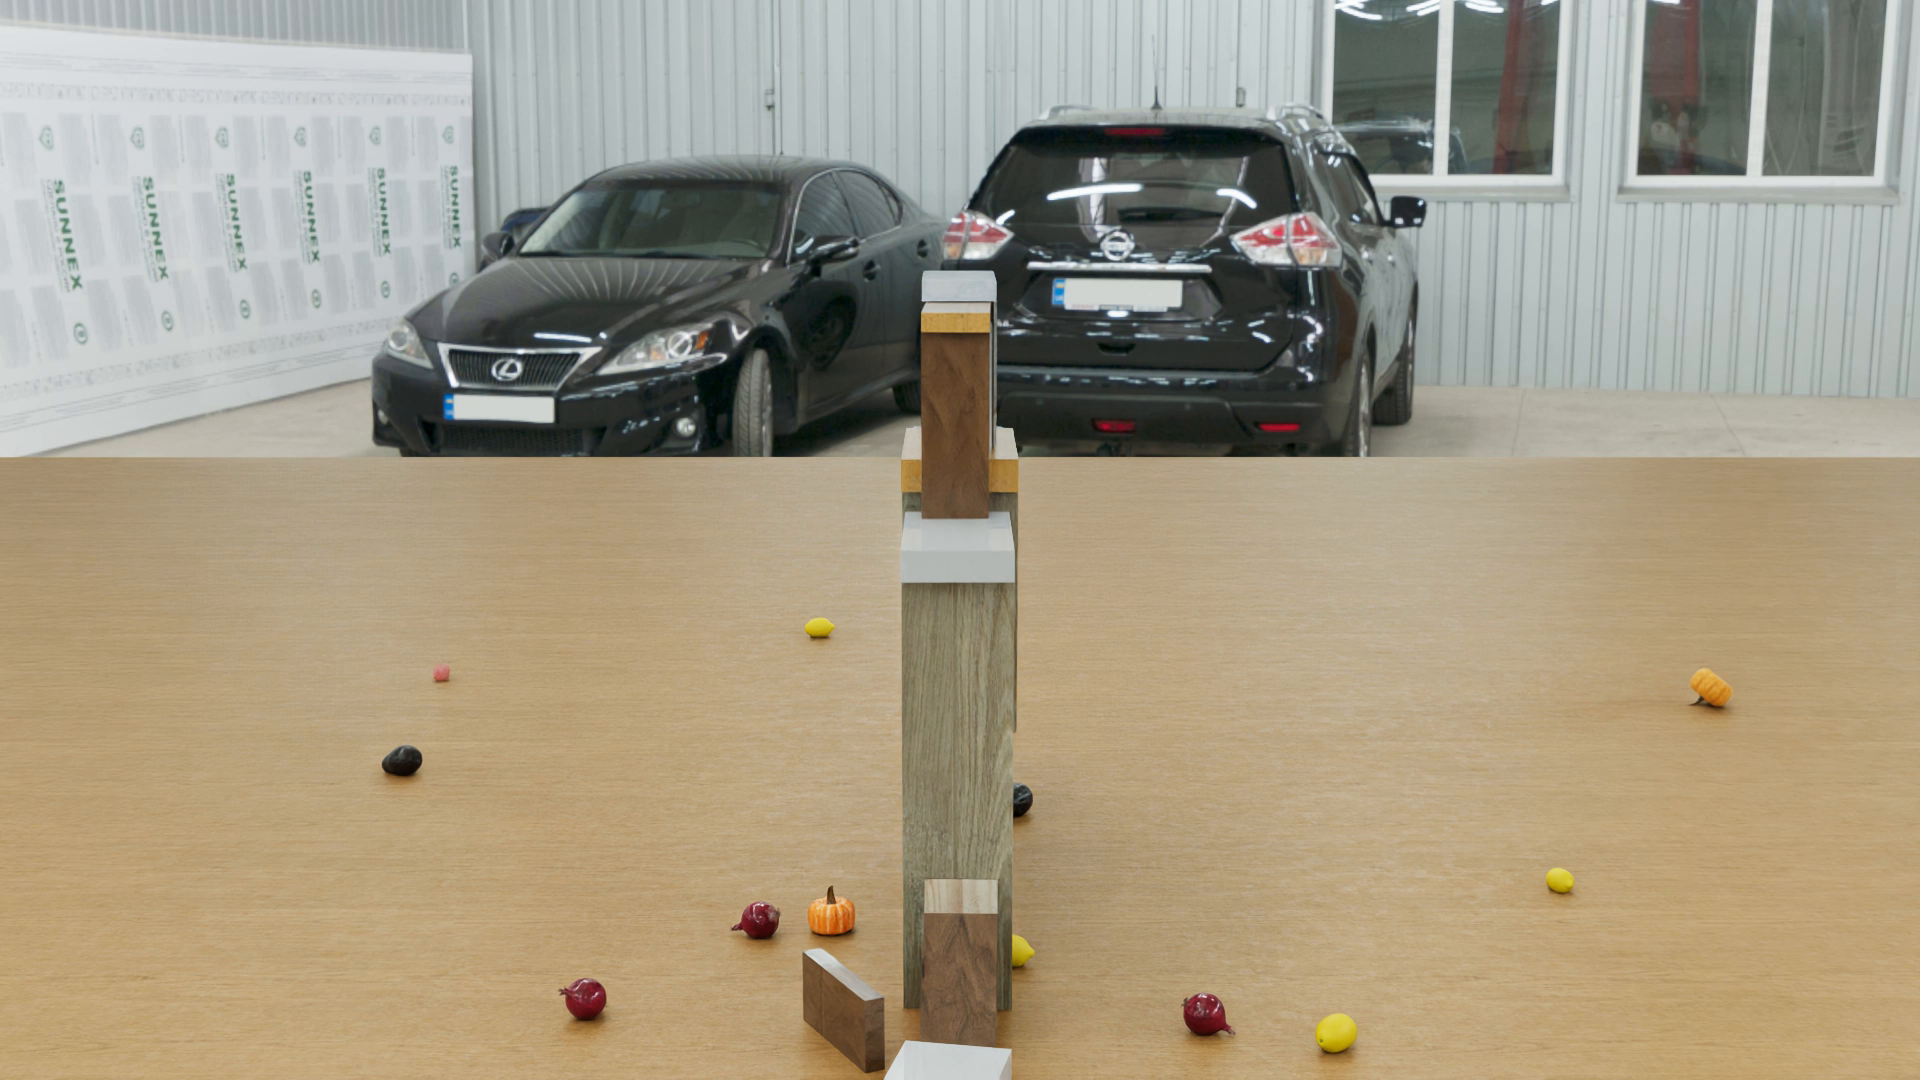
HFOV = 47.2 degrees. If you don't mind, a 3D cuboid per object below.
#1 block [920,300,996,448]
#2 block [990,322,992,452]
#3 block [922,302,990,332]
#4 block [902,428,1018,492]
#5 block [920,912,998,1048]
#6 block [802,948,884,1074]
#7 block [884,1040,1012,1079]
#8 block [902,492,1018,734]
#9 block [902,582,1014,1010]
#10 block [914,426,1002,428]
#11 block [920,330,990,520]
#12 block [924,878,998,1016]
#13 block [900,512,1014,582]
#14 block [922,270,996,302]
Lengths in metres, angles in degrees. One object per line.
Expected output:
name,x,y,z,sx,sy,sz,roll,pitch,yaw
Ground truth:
block,-0.002,-0.261,3.448,0.115,0.229,0.033,2,11,9
block,-0.002,-0.236,3.395,0.100,0.200,0.028,-1,12,-6
block,-0.004,-0.335,3.299,0.100,0.028,0.200,0,11,1
block,-0.001,-0.130,3.507,0.178,0.050,0.355,0,11,0
block,-0.001,0.619,3.045,0.104,0.207,0.029,0,-33,2
block,-0.163,0.651,3.055,0.029,0.104,0.207,-6,12,-27
block,-0.032,0.726,2.823,0.146,0.041,0.292,2,11,11
block,0.000,0.107,3.430,0.178,0.387,0.050,0,11,0
block,-0.003,0.362,3.149,0.157,0.639,0.044,0,11,2
block,-0.003,-0.155,3.850,0.160,0.045,0.320,0,11,0
block,-0.007,-0.171,3.260,0.100,0.279,0.028,0,11,-3
block,0.001,0.586,3.124,0.104,0.207,0.029,0,-6,2
block,-0.004,0.008,3.183,0.157,0.044,0.314,0,11,0
block,-0.002,-0.406,3.507,0.115,0.033,0.229,0,11,0
